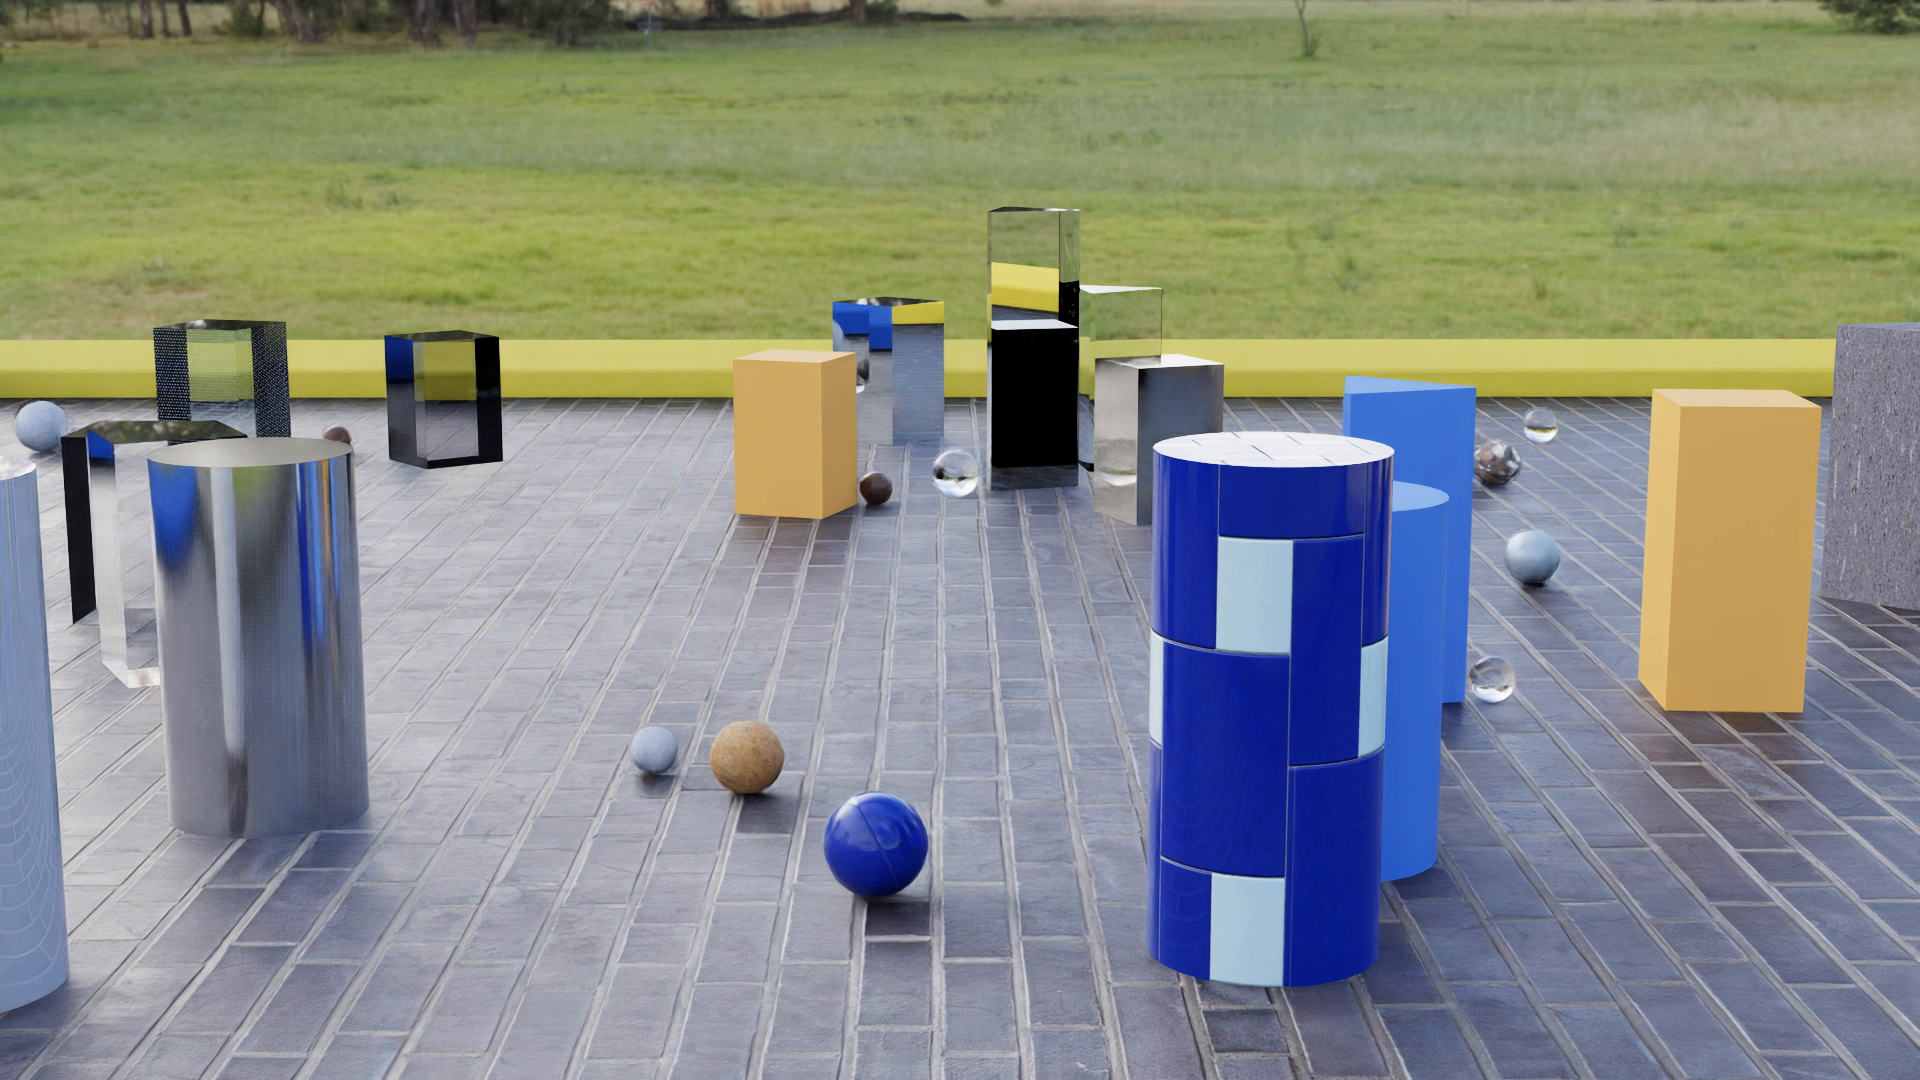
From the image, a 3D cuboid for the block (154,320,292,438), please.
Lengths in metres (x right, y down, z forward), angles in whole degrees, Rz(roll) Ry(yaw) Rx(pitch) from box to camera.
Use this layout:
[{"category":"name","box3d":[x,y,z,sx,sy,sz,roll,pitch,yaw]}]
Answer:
[{"category":"block","box3d":[-1.234,-0.213,4.306,0.154,0.297,0.154,3,11,17]}]

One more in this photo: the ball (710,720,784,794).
[{"category":"ball","box3d":[-0.215,0.219,2.590,0.074,0.074,0.074,0,11,0]}]

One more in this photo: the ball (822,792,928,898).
[{"category":"ball","box3d":[-0.075,0.269,2.269,0.093,0.093,0.093,0,11,0]}]

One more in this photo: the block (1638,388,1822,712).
[{"category":"block","box3d":[0.886,0.009,2.965,0.154,0.349,0.154,1,11,3]}]

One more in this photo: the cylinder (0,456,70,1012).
[{"category":"cylinder","box3d":[-0.816,0.152,2.020,0.193,0.415,0.193,0,11,0]}]

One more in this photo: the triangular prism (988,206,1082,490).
[{"category":"triangular prism","box3d":[0.105,-0.337,4.477,0.167,0.478,0.145,-4,11,-18]}]

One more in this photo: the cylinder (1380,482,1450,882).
[{"category":"cylinder","box3d":[0.349,0.125,2.371,0.193,0.339,0.193,0,11,0]}]

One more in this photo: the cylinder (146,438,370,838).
[{"category":"cylinder","box3d":[-0.683,0.091,2.503,0.193,0.358,0.193,0,11,0]}]

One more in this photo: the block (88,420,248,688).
[{"category":"block","box3d":[-0.952,0.013,3.106,0.154,0.291,0.154,-6,12,-29]}]

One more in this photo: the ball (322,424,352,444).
[{"category":"ball","box3d":[-1.179,-0.191,4.855,0.053,0.053,0.053,0,11,0]}]

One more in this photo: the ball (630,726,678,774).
[{"category":"ball","box3d":[-0.318,0.218,2.665,0.049,0.049,0.049,0,11,0]}]

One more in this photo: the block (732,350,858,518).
[{"category":"block","box3d":[-0.270,-0.177,4.227,0.154,0.254,0.154,4,11,19]}]

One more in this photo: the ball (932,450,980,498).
[{"category":"ball","box3d":[-0.007,-0.113,4.355,0.082,0.082,0.082,0,11,0]}]

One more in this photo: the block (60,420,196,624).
[{"category":"block","box3d":[-1.090,-0.025,3.427,0.154,0.249,0.154,0,11,-1]}]

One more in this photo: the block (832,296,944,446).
[{"category":"block","box3d":[-0.140,-0.334,5.033,0.154,0.268,0.154,9,14,39]}]

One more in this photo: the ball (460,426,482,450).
[{"category":"ball","box3d":[-0.934,-0.195,4.903,0.043,0.043,0.043,0,11,0]}]

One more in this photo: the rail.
[{"category":"rail","box3d":[-0.013,-0.375,5.638,4.406,0.125,0.045,0,11,0]}]

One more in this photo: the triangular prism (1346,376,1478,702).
[{"category":"triangular prism","box3d":[0.483,-0.001,2.979,0.167,0.365,0.145,-4,11,-20]}]

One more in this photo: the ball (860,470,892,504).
[{"category":"ball","box3d":[-0.140,-0.088,4.289,0.056,0.056,0.056,0,11,0]}]

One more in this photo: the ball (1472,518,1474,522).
[{"category":"ball","box3d":[0.765,-0.031,3.976,0.059,0.059,0.059,0,11,0]}]

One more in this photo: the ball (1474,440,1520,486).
[{"category":"ball","box3d":[0.937,-0.135,4.481,0.080,0.080,0.080,0,11,0]}]

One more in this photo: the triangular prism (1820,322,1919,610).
[{"category":"triangular prism","box3d":[1.302,-0.107,3.518,0.167,0.376,0.145,9,14,41]}]

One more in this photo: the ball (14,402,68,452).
[{"category":"ball","box3d":[-1.740,-0.215,4.861,0.096,0.096,0.096,0,11,0]}]

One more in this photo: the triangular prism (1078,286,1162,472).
[{"category":"triangular prism","box3d":[0.258,-0.301,4.709,0.167,0.323,0.145,-8,13,-37]}]

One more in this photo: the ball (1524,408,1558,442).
[{"category":"ball","box3d":[1.128,-0.222,4.986,0.066,0.066,0.066,0,11,0]}]

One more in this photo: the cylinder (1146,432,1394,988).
[{"category":"cylinder","box3d":[0.252,0.133,2.105,0.193,0.420,0.193,0,11,0]}]

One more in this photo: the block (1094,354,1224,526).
[{"category":"block","box3d":[0.322,-0.165,4.168,0.154,0.252,0.154,-4,11,-23]}]

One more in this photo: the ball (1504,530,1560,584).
[{"category":"ball","box3d":[0.810,0.024,3.631,0.076,0.076,0.076,0,11,0]}]

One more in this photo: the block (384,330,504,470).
[{"category":"block","box3d":[-0.955,-0.262,4.745,0.154,0.232,0.154,-8,13,-38]}]

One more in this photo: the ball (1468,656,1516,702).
[{"category":"ball","box3d":[0.614,0.161,2.961,0.053,0.053,0.053,0,11,0]}]
